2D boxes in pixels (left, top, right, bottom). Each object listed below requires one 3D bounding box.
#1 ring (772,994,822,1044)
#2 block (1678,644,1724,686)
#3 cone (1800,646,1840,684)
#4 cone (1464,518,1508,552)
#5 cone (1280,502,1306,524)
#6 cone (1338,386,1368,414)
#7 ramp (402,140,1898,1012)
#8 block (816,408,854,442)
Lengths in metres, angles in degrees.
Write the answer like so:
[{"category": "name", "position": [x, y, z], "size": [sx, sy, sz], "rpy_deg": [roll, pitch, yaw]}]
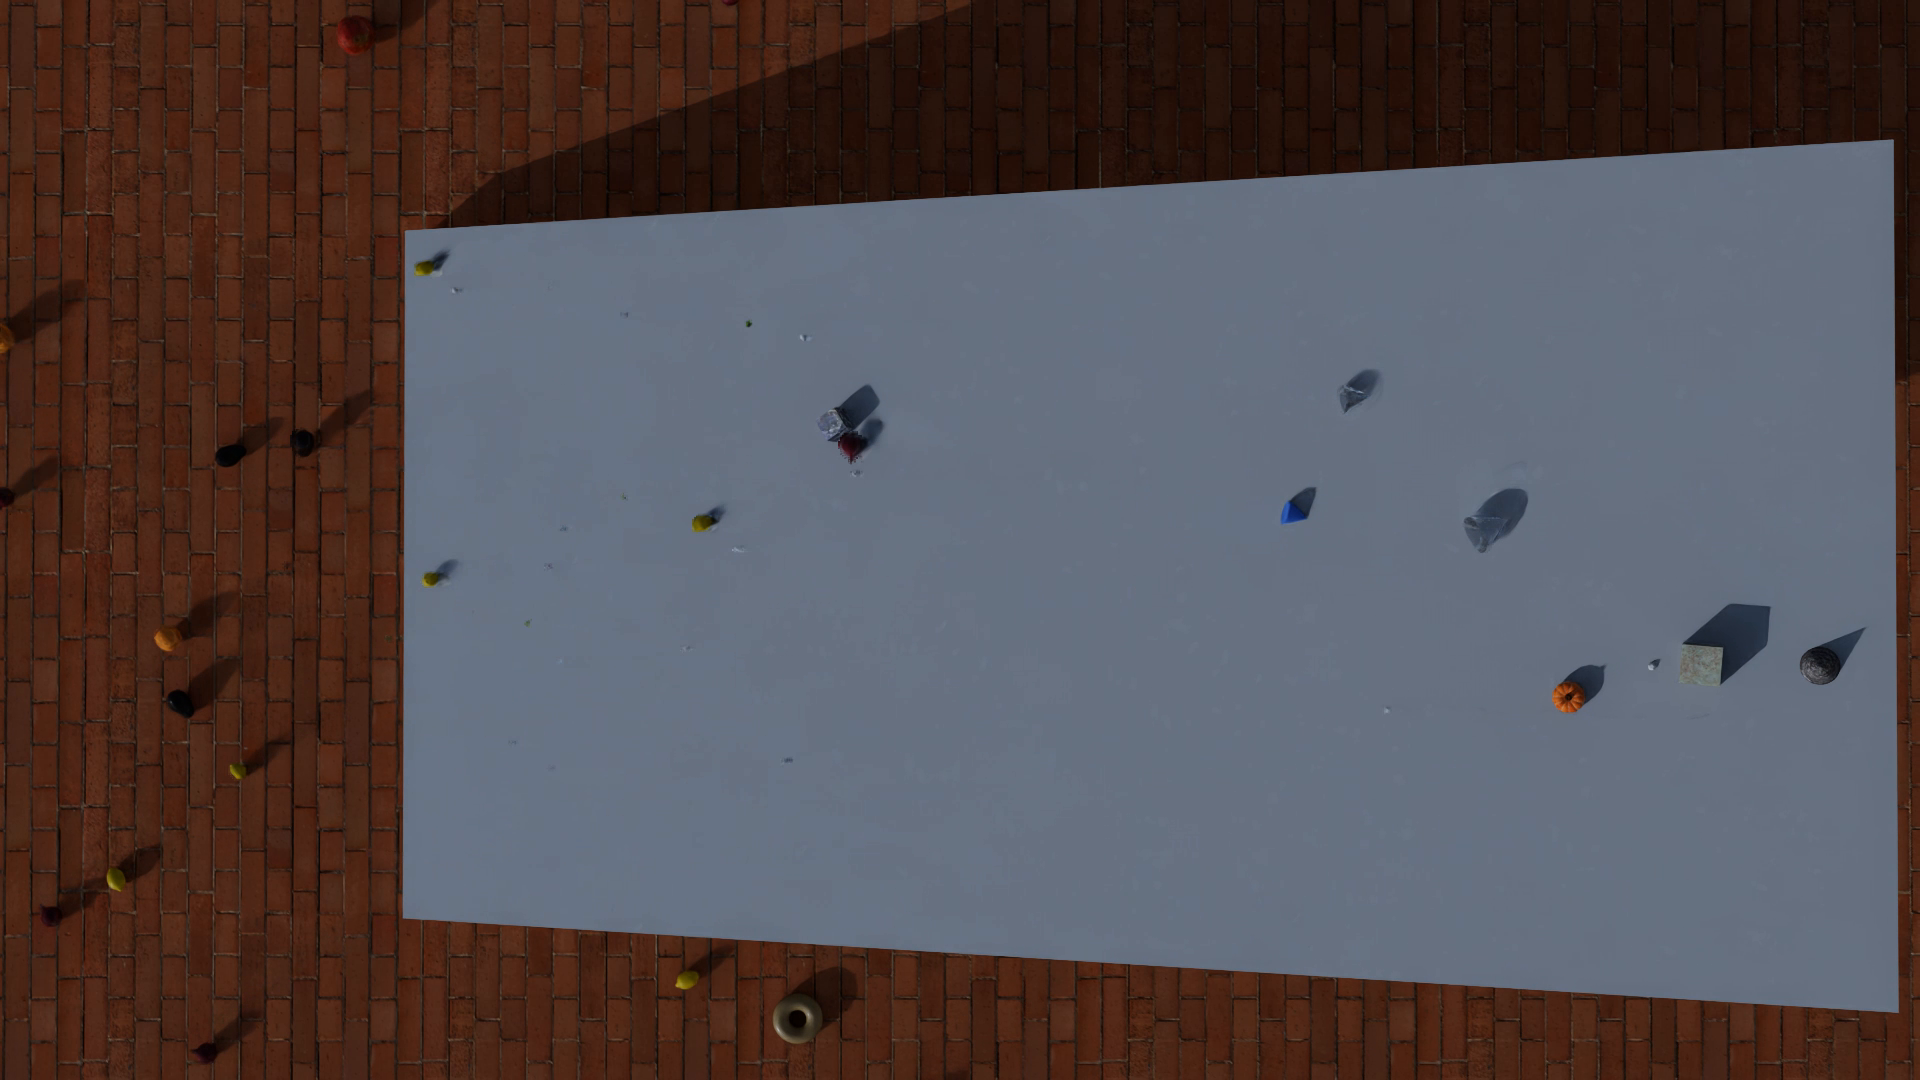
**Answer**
[{"category": "ring", "position": [-0.476, 1.404, 6.449], "size": [0.148, 0.049, 0.148], "rpy_deg": [0, 90, -1]}, {"category": "block", "position": [1.731, 0.291, 5.135], "size": [0.091, 0.091, 0.091], "rpy_deg": [5, 91, 20]}, {"category": "cone", "position": [1.975, 0.291, 5.048], "size": [0.088, 0.088, 0.088], "rpy_deg": [0, 89, 20]}, {"category": "cone", "position": [1.288, -0.032, 5.325], "size": [0.095, 0.095, 0.095], "rpy_deg": [-25, 89, -9]}, {"category": "cone", "position": [0.841, -0.060, 5.495], "size": [0.060, 0.060, 0.060], "rpy_deg": [13, 89, -10]}, {"category": "cone", "position": [0.984, -0.352, 5.446], "size": [0.067, 0.067, 0.067], "rpy_deg": [-12, 89, -15]}, {"category": "ramp", "position": [0.280, 0.090, 5.764], "size": [4.000, 0.100, 2.000], "rpy_deg": [0, 89, 20]}, {"category": "block", "position": [-0.335, -0.310, 5.904], "size": [0.065, 0.065, 0.065], "rpy_deg": [-34, 78, 16]}]
